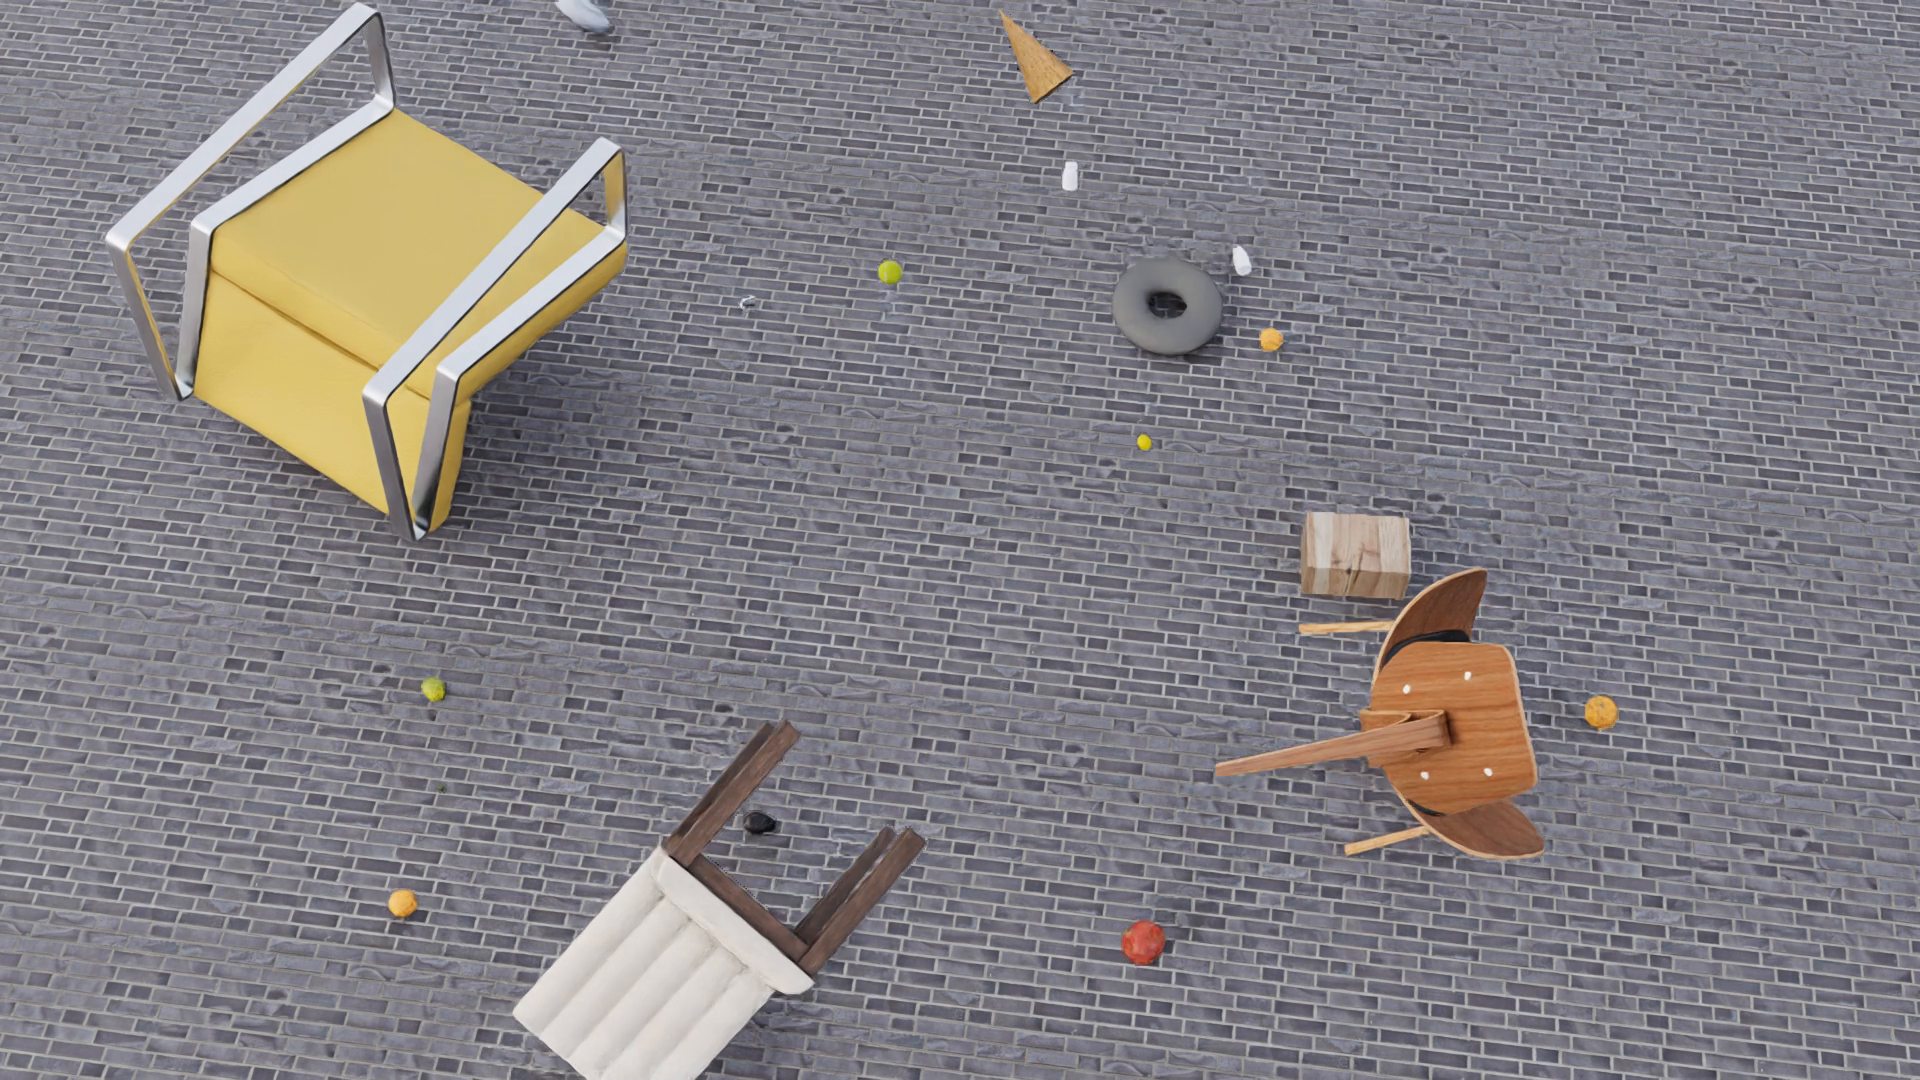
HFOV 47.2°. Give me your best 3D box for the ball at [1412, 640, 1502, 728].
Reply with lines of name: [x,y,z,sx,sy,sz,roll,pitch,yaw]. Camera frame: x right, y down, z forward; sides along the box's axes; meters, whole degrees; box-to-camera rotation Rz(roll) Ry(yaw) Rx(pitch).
ball: [1.392,0.401,6.156,0.248,0.248,0.248,0,56,0]

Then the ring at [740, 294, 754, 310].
ring: [-0.683,-0.764,7.056,0.039,0.055,0.049,-8,71,-21]

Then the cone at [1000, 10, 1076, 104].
cone: [0.211,-1.562,6.995,0.142,0.214,0.308,-38,96,-23]

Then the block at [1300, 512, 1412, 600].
block: [1.161,0.046,6.458,0.298,0.141,0.195,4,56,2]

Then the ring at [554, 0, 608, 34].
ring: [-1.327,-1.854,7.712,0.217,0.066,0.217,32,15,-21]

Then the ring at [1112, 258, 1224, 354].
ring: [0.662,-0.746,7.007,0.343,0.097,0.381,-26,59,-9]
